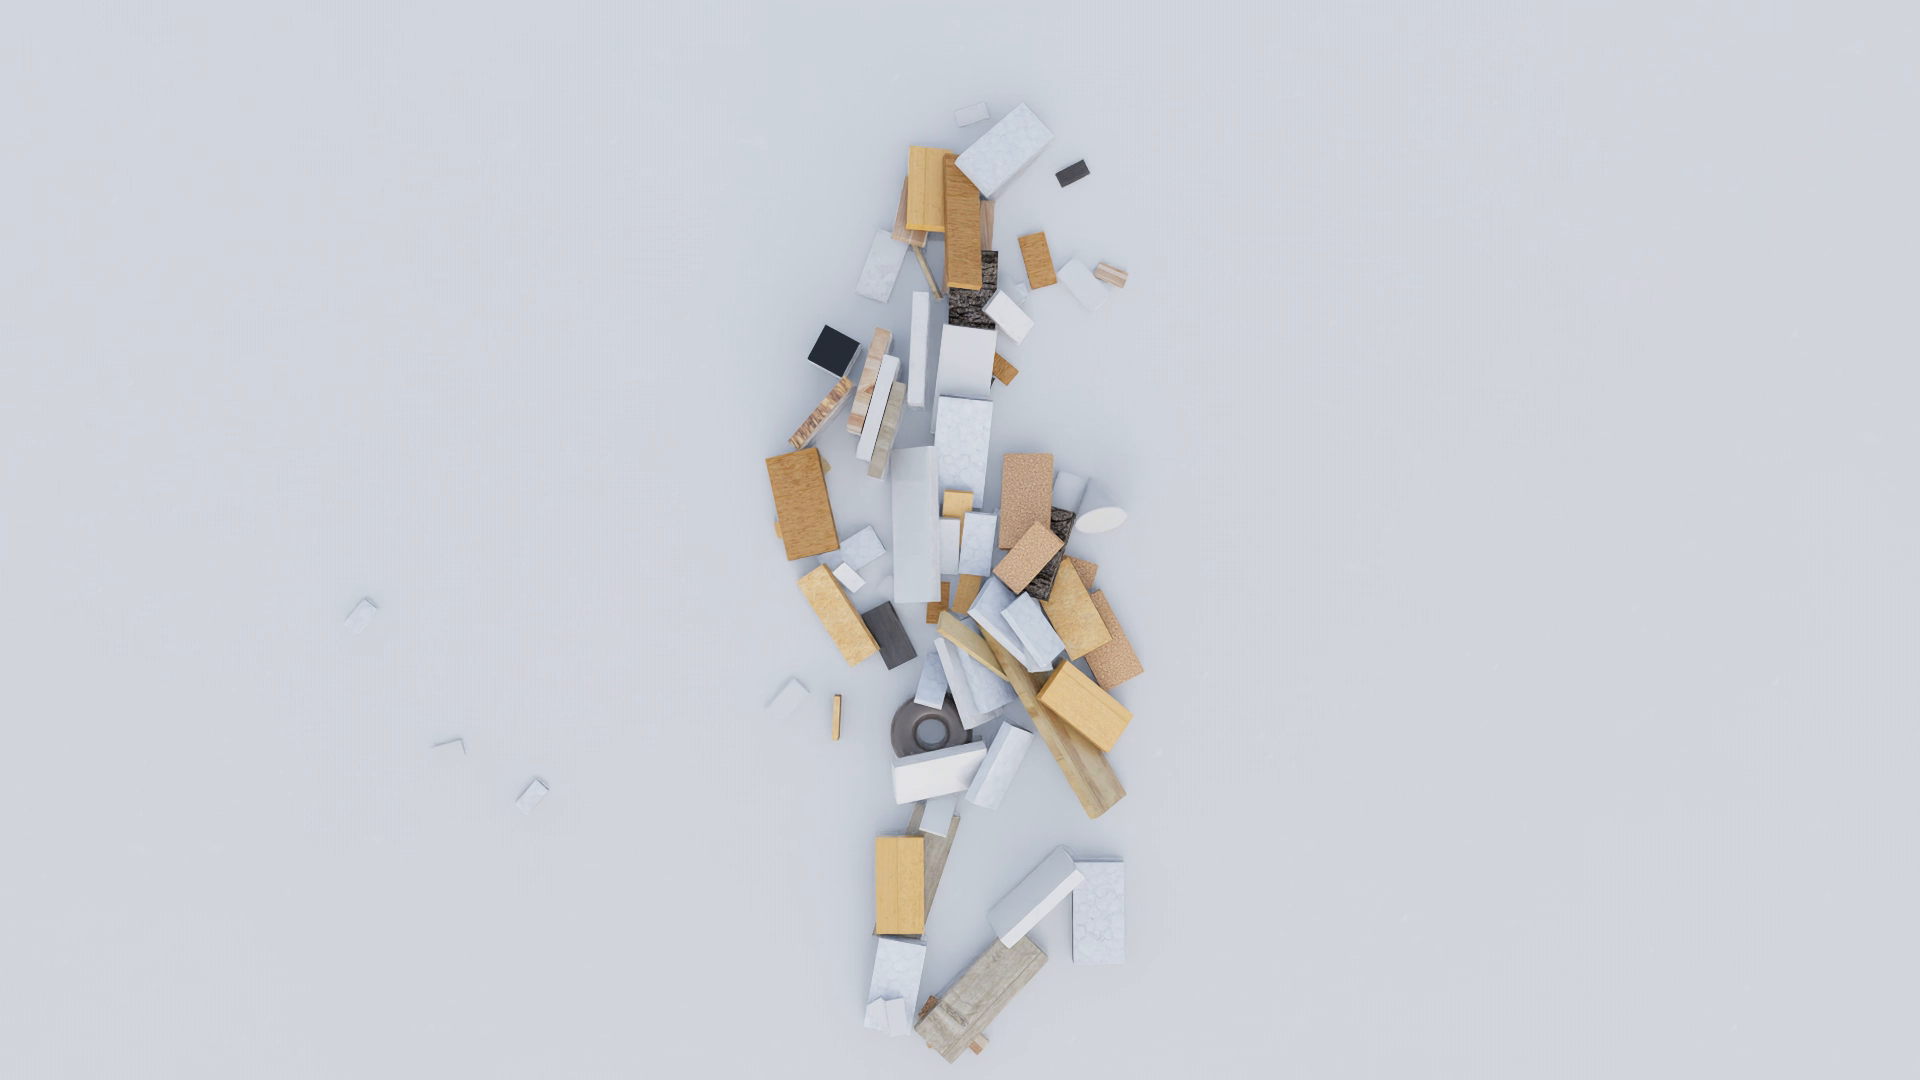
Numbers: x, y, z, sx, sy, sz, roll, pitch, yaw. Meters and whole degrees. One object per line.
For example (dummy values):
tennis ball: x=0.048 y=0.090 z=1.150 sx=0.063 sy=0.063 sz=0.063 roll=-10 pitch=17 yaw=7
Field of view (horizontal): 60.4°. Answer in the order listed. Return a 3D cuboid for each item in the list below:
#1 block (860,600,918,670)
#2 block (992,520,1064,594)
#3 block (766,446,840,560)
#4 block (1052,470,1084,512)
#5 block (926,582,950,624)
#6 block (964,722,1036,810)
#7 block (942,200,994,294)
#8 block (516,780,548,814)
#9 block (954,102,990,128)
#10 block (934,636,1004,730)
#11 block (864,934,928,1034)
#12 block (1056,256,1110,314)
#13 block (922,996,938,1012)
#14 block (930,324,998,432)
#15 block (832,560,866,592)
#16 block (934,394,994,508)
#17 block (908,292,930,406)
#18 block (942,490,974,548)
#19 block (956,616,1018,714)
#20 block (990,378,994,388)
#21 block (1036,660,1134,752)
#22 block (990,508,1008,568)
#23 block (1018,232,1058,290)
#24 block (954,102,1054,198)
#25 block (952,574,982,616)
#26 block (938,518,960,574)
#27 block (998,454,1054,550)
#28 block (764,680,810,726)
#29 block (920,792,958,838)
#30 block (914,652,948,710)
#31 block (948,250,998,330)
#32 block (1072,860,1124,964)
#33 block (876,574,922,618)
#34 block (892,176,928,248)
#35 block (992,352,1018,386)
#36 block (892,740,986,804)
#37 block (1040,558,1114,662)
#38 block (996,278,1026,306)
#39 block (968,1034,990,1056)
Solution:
block: x=-0.235 y=0.317 z=5.475 sx=0.103 sy=0.029 sz=0.207 roll=-27 pitch=90 yaw=12
block: x=0.223 y=0.056 z=5.358 sx=0.113 sy=0.032 sz=0.226 roll=44 pitch=106 yaw=9
block: x=-0.519 y=-0.119 z=5.456 sx=0.173 sy=0.049 sz=0.346 roll=-13 pitch=87 yaw=4
block: x=0.345 y=-0.138 z=5.488 sx=0.084 sy=0.024 sz=0.168 roll=19 pitch=90 yaw=0
block: x=-0.073 y=0.208 z=5.490 sx=0.071 sy=0.020 sz=0.142 roll=4 pitch=90 yaw=0
block: x=0.132 y=0.745 z=5.432 sx=0.040 sy=0.141 sz=0.283 roll=27 pitch=90 yaw=39
block: x=0.028 y=-0.971 z=5.478 sx=0.155 sy=0.044 sz=0.310 roll=4 pitch=90 yaw=0
block: x=-1.425 y=0.856 z=5.492 sx=0.054 sy=0.015 sz=0.108 roll=41 pitch=90 yaw=0
block: x=0.039 y=-1.415 z=5.493 sx=0.105 sy=0.015 sz=0.053 roll=-18 pitch=90 yaw=0
block: x=0.031 y=0.452 z=5.430 sx=0.044 sy=0.154 sz=0.309 roll=-19 pitch=90 yaw=45
block: x=-0.214 y=1.468 z=5.453 sx=0.157 sy=0.044 sz=0.314 roll=10 pitch=99 yaw=0
block: x=0.410 y=-0.849 z=5.488 sx=0.088 sy=0.025 sz=0.175 roll=-42 pitch=90 yaw=0
block: x=-0.063 y=1.574 z=5.492 sx=0.118 sy=0.017 sz=0.059 roll=32 pitch=90 yaw=0
block: x=0.013 y=-0.524 z=5.438 sx=0.178 sy=0.050 sz=0.355 roll=7 pitch=102 yaw=0
block: x=-0.369 y=0.122 z=5.466 sx=0.054 sy=0.015 sz=0.108 roll=-41 pitch=118 yaw=6
block: x=0.003 y=-0.291 z=5.436 sx=0.178 sy=0.050 sz=0.356 roll=6 pitch=102 yaw=1
block: x=-0.136 y=-0.624 z=5.411 sx=0.050 sy=0.178 sz=0.356 roll=3 pitch=90 yaw=0
block: x=-0.011 y=-0.071 z=5.452 sx=0.095 sy=0.027 sz=0.190 roll=5 pitch=111 yaw=1
block: x=0.078 y=0.401 z=5.429 sx=0.044 sy=0.154 sz=0.309 roll=-19 pitch=90 yaw=45
block: x=0.063 y=-0.494 z=5.489 sx=0.062 sy=0.017 sz=0.123 roll=24 pitch=90 yaw=-3
block: x=0.412 y=0.547 z=5.421 sx=0.307 sy=0.043 sz=0.153 roll=40 pitch=78 yaw=-16
block: x=0.126 y=-0.002 z=5.487 sx=0.095 sy=0.027 sz=0.190 roll=23 pitch=90 yaw=0
block: x=0.259 y=-0.930 z=5.488 sx=0.088 sy=0.025 sz=0.175 roll=-15 pitch=90 yaw=0
block: x=0.148 y=-1.286 z=5.435 sx=0.310 sy=0.044 sz=0.155 roll=-43 pitch=90 yaw=-16
block: x=0.024 y=0.176 z=5.490 sx=0.071 sy=0.020 sz=0.142 roll=14 pitch=90 yaw=0
block: x=-0.050 y=0.019 z=5.455 sx=0.095 sy=0.027 sz=0.190 roll=2 pitch=109 yaw=1
block: x=0.218 y=-0.125 z=5.427 sx=0.159 sy=0.045 sz=0.318 roll=0 pitch=79 yaw=17
block: x=-0.575 y=0.540 z=5.490 sx=0.072 sy=0.020 sz=0.144 roll=42 pitch=90 yaw=0
block: x=-0.065 y=0.880 z=5.450 sx=0.092 sy=0.026 sz=0.184 roll=17 pitch=65 yaw=0
block: x=-0.085 y=0.463 z=5.436 sx=0.092 sy=0.026 sz=0.184 roll=15 pitch=55 yaw=0
block: x=0.043 y=-0.797 z=5.438 sx=0.155 sy=0.044 sz=0.311 roll=2 pitch=105 yaw=0
block: x=0.459 y=1.235 z=5.476 sx=0.168 sy=0.048 sz=0.337 roll=0 pitch=90 yaw=0
block: x=-0.202 y=0.187 z=5.490 sx=0.142 sy=0.020 sz=0.071 roll=39 pitch=90 yaw=0
block: x=-0.150 y=-1.085 z=5.443 sx=0.112 sy=0.032 sz=0.223 roll=13 pitch=72 yaw=-8
block: x=0.130 y=-0.577 z=5.491 sx=0.123 sy=0.017 sz=0.062 roll=40 pitch=90 yaw=0
block: x=-0.065 y=0.762 z=5.404 sx=0.309 sy=0.044 sz=0.154 roll=-10 pitch=123 yaw=-12
block: x=0.366 y=0.229 z=5.427 sx=0.152 sy=0.043 sz=0.303 roll=-29 pitch=81 yaw=9
block: x=0.167 y=-0.822 z=5.480 sx=0.048 sy=0.014 sz=0.095 roll=-42 pitch=90 yaw=0
block: x=0.035 y=1.652 z=5.492 sx=0.119 sy=0.017 sz=0.059 roll=44 pitch=90 yaw=0
